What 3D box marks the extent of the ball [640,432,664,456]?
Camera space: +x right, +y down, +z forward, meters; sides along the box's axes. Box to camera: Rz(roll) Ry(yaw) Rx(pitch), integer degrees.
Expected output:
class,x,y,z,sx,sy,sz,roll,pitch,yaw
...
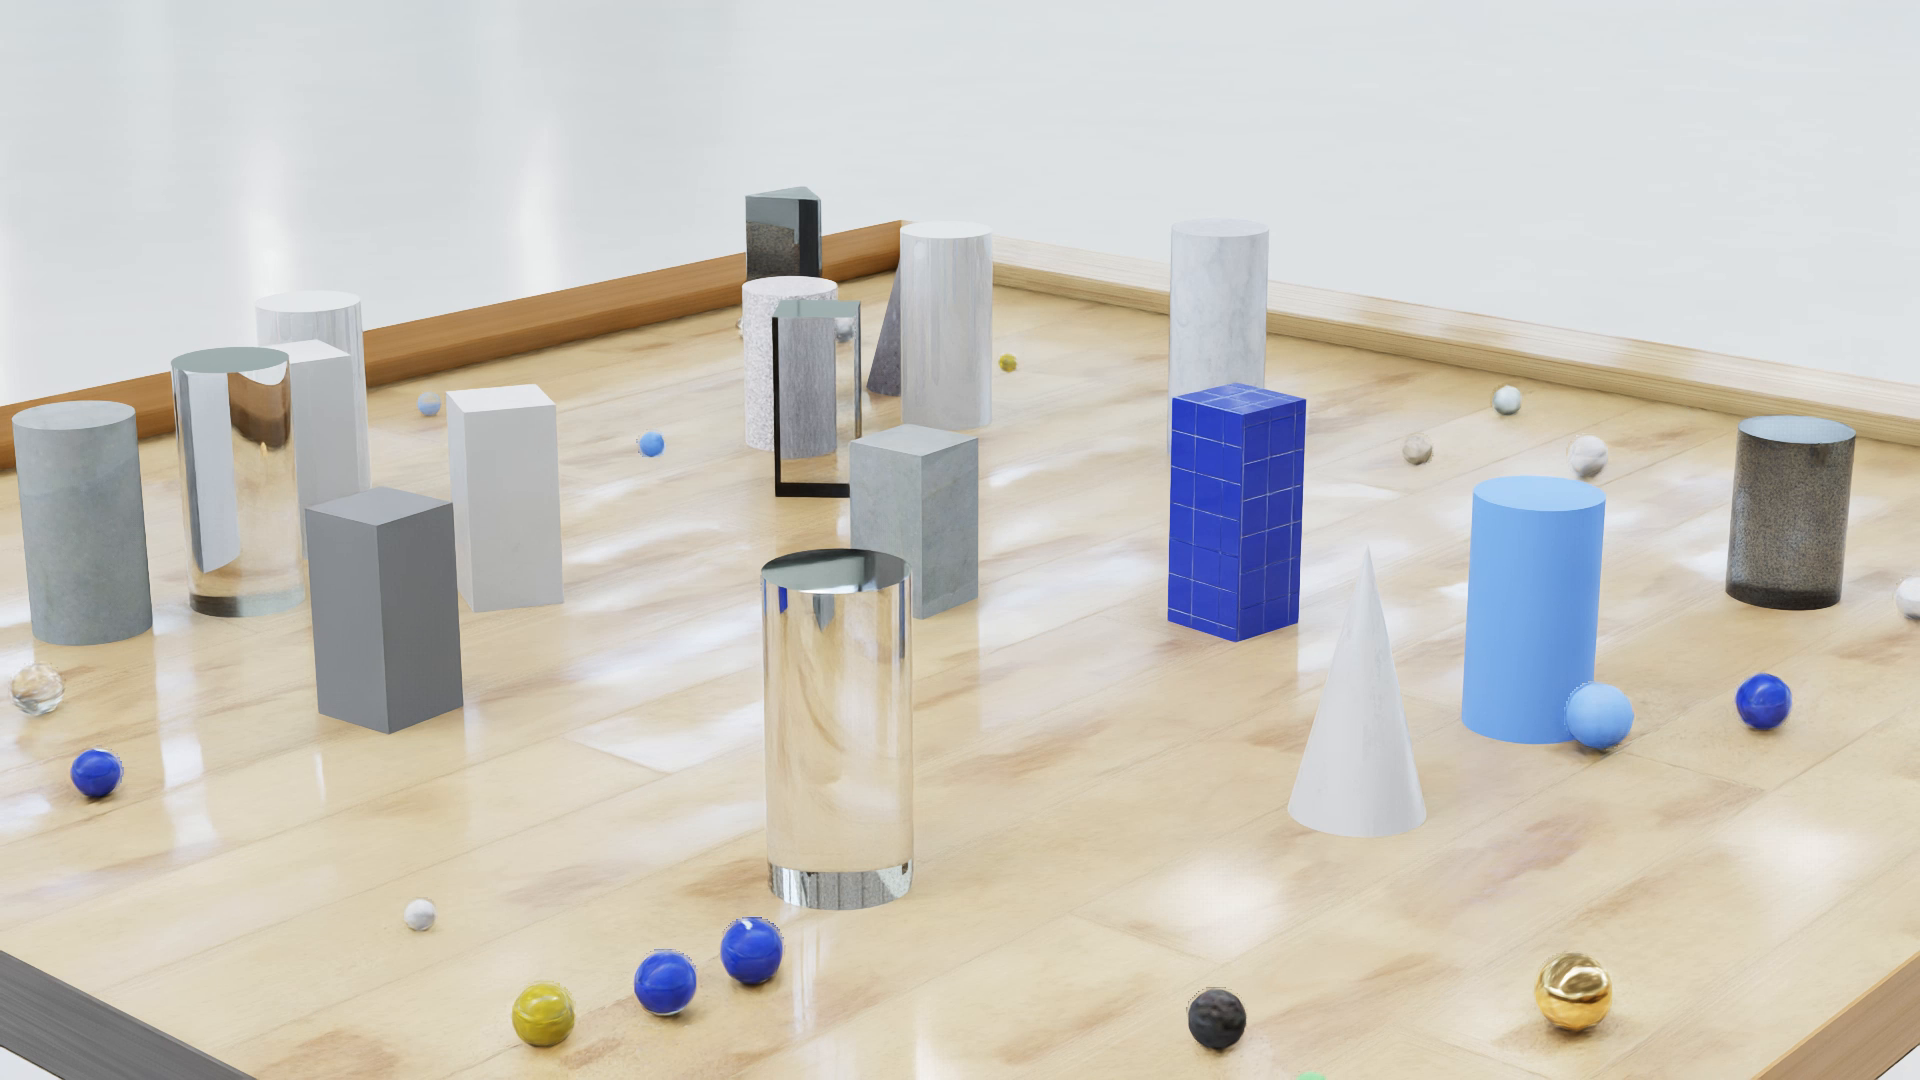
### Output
class,x,y,z,sx,sy,sz,roll,pitch,yaw
ball,-0.632,-0.196,6.013,0.052,0.052,0.052,0,17,0

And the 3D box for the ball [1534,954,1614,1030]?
class,x,y,z,sx,sy,sz,roll,pitch,yaw
ball,0.733,0.540,3.502,0.092,0.092,0.092,0,17,0

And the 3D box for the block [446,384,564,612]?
class,x,y,z,sx,sy,sz,roll,pitch,yaw
block,-0.789,-0.074,5.081,0.157,0.355,0.157,-6,18,-20

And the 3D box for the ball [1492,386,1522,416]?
class,x,y,z,sx,sy,sz,roll,pitch,yaw
ball,1.184,-0.301,6.341,0.063,0.063,0.063,0,17,0

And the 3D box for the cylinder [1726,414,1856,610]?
class,x,y,z,sx,sy,sz,roll,pitch,yaw
cylinder,1.443,-0.049,5.099,0.197,0.297,0.197,0,17,0

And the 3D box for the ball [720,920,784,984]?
class,x,y,z,sx,sy,sz,roll,pitch,yaw
ball,-0.258,0.509,3.625,0.079,0.079,0.079,0,17,0

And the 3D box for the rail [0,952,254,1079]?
class,x,y,z,sx,sy,sz,roll,pitch,yaw
rail,-1.338,0.477,3.645,4.001,0.128,0.045,14,22,39

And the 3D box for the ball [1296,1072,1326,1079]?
class,x,y,z,sx,sy,sz,roll,pitch,yaw
ball,0.396,0.623,3.303,0.047,0.047,0.047,0,17,0

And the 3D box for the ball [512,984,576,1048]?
class,x,y,z,sx,sy,sz,roll,pitch,yaw
ball,-0.492,0.561,3.459,0.075,0.075,0.075,0,17,0

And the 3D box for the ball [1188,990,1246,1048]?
class,x,y,z,sx,sy,sz,roll,pitch,yaw
ball,0.303,0.565,3.457,0.069,0.069,0.069,0,17,0

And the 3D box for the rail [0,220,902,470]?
class,x,y,z,sx,sy,sz,roll,pitch,yaw
rail,-1.493,-0.342,6.361,0.045,0.128,4.128,14,22,39

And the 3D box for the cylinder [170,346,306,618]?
class,x,y,z,sx,sy,sz,roll,pitch,yaw
cylinder,-1.240,-0.101,5.043,0.197,0.429,0.197,0,17,0

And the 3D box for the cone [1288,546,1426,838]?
class,x,y,z,sx,sy,sz,roll,pitch,yaw
cone,0.565,0.195,4.116,0.197,0.398,0.197,0,17,0

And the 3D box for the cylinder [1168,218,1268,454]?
class,x,y,z,sx,sy,sz,roll,pitch,yaw
cylinder,0.526,-0.407,5.987,0.197,0.469,0.197,0,17,0

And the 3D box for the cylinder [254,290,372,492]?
class,x,y,z,sx,sy,sz,roll,pitch,yaw
cylinder,-1.233,-0.258,5.604,0.197,0.405,0.197,0,17,0

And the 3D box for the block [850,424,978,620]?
class,x,y,z,sx,sy,sz,roll,pitch,yaw
block,-0.079,-0.034,5.063,0.157,0.289,0.157,13,21,36

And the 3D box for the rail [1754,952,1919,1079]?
class,x,y,z,sx,sy,sz,roll,pitch,yaw
rail,1.493,0.406,3.879,0.045,0.128,4.128,14,22,39

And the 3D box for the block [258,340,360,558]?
class,x,y,z,sx,sy,sz,roll,pitch,yaw
block,-1.208,-0.165,5.365,0.157,0.365,0.157,-11,20,-33

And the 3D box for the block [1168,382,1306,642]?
class,x,y,z,sx,sy,sz,roll,pitch,yaw
block,0.465,-0.048,4.934,0.157,0.391,0.157,-15,22,-40

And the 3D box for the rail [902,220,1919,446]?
class,x,y,z,sx,sy,sz,roll,pitch,yaw
rail,1.338,-0.413,6.595,4.001,0.128,0.045,14,22,39

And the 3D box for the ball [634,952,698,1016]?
class,x,y,z,sx,sy,sz,roll,pitch,yaw
ball,-0.356,0.536,3.542,0.077,0.077,0.077,0,17,0

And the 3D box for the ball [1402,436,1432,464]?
class,x,y,z,sx,sy,sz,roll,pitch,yaw
ball,0.929,-0.182,5.953,0.060,0.060,0.060,0,17,0

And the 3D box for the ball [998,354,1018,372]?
class,x,y,z,sx,sy,sz,roll,pitch,yaw
ball,0.110,-0.406,6.723,0.044,0.044,0.044,0,17,0

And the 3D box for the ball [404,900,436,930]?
class,x,y,z,sx,sy,sz,roll,pitch,yaw
ball,-0.696,0.483,3.778,0.040,0.040,0.040,0,17,0

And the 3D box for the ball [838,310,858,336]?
class,x,y,z,sx,sy,sz,roll,pitch,yaw
ball,-0.276,-0.523,7.078,0.063,0.063,0.063,0,17,0

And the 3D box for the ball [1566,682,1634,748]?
class,x,y,z,sx,sy,sz,roll,pitch,yaw
ball,0.958,0.263,4.390,0.098,0.098,0.098,0,17,0

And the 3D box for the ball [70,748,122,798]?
class,x,y,z,sx,sy,sz,roll,pitch,yaw
ball,-1.243,0.335,4.218,0.071,0.071,0.071,0,17,0

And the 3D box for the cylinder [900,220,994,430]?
class,x,y,z,sx,sy,sz,roll,pitch,yaw
cylinder,-0.029,-0.458,6.255,0.197,0.414,0.197,0,17,0

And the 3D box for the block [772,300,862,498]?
class,x,y,z,sx,sy,sz,roll,pitch,yaw
block,-0.278,-0.278,5.750,0.157,0.359,0.157,1,17,3

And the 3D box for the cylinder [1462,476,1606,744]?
class,x,y,z,sx,sy,sz,roll,pitch,yaw
cylinder,0.873,0.105,4.469,0.197,0.367,0.197,0,17,0

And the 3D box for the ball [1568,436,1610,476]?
class,x,y,z,sx,sy,sz,roll,pitch,yaw
ball,1.259,-0.169,5.873,0.080,0.080,0.080,0,17,0

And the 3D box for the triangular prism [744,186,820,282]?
class,x,y,z,sx,sy,sz,roll,pitch,yaw
triangular prism,-0.362,-0.535,6.430,0.170,0.460,0.148,5,17,15

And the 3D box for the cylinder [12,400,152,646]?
class,x,y,z,sx,sy,sz,roll,pitch,yaw
cylinder,-1.468,-0.030,4.909,0.197,0.370,0.197,0,17,0

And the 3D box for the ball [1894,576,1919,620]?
class,x,y,z,sx,sy,sz,roll,pitch,yaw
ball,1.631,0.100,4.992,0.075,0.075,0.075,0,17,0

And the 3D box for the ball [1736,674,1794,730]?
class,x,y,z,sx,sy,sz,roll,pitch,yaw
ball,1.229,0.247,4.483,0.086,0.086,0.086,0,17,0

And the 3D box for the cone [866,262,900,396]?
class,x,y,z,sx,sy,sz,roll,pitch,yaw
cone,-0.112,-0.525,6.547,0.197,0.373,0.197,0,17,0

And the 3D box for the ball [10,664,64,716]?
class,x,y,z,sx,sy,sz,roll,pitch,yaw
ball,-1.429,0.232,4.543,0.080,0.080,0.080,0,17,0

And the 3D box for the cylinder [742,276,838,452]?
class,x,y,z,sx,sy,sz,roll,pitch,yaw
cylinder,-0.351,-0.367,6.098,0.197,0.329,0.197,0,17,0

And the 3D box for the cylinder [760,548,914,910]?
class,x,y,z,sx,sy,sz,roll,pitch,yaw
cylinder,-0.160,0.248,3.872,0.197,0.436,0.197,0,17,0

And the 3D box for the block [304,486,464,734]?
class,x,y,z,sx,sy,sz,roll,pitch,yaw
block,-0.887,0.106,4.525,0.157,0.332,0.157,12,21,35
